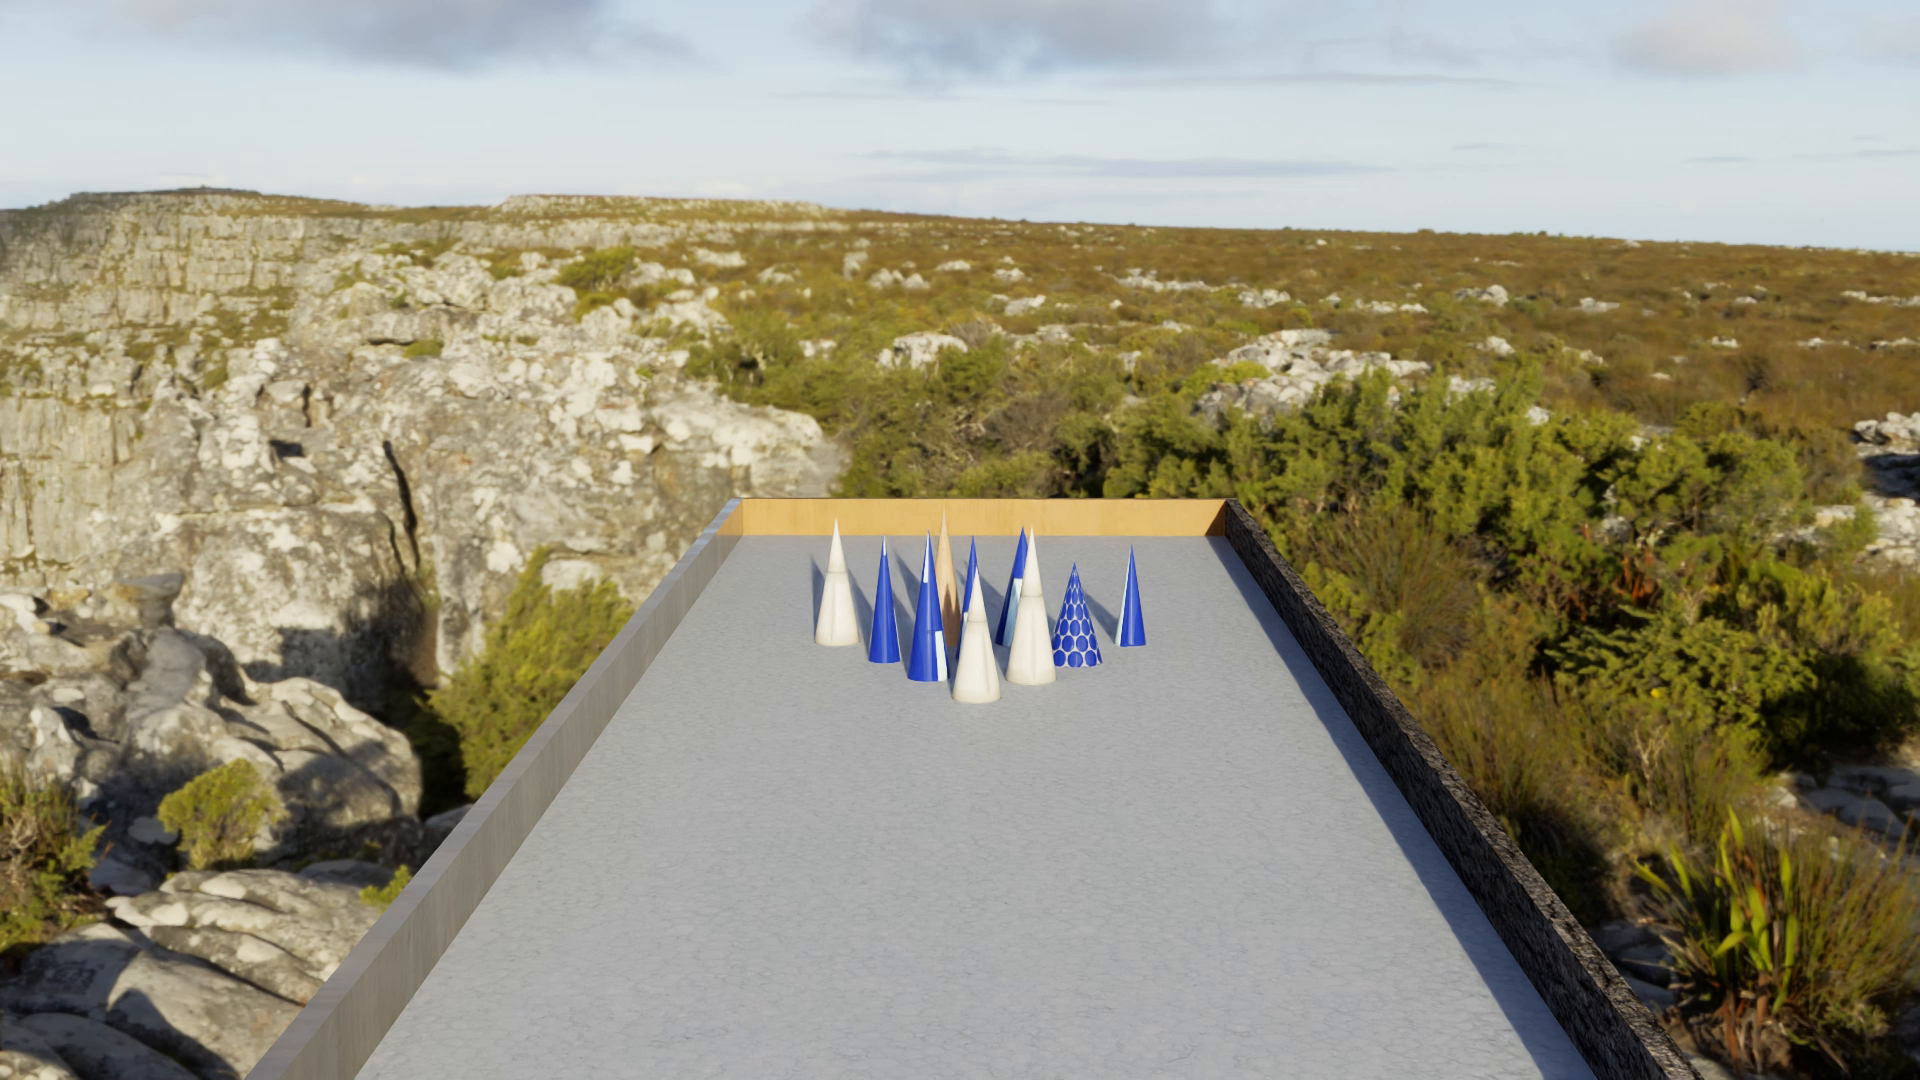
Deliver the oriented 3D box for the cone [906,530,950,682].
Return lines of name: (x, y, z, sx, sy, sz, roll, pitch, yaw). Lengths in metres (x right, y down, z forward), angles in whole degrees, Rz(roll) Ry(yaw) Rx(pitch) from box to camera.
cone: (-0.092, 0.184, 6.433, 0.129, 0.444, 0.129, 0, 9, 0)

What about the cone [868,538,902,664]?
cone: (-0.230, 0.170, 6.673, 0.102, 0.396, 0.102, 0, 9, 0)

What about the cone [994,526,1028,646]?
cone: (0.198, 0.138, 6.944, 0.179, 0.373, 0.179, 0, 9, 0)

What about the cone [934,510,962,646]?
cone: (-0.050, 0.106, 6.934, 0.132, 0.441, 0.132, 0, 9, 0)

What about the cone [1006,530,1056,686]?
cone: (0.208, 0.183, 6.400, 0.151, 0.455, 0.151, 0, 9, 0)

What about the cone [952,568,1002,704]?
cone: (0.047, 0.259, 6.174, 0.141, 0.376, 0.141, 0, 9, 0)

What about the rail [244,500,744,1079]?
rail: (-1.004, 0.839, 3.234, 0.050, 0.150, 12.000, 0, 9, 1)

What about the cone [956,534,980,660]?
cone: (0.040, 0.171, 6.693, 0.109, 0.388, 0.109, 0, 9, 0)

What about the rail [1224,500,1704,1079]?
rail: (1.046, 0.843, 3.208, 0.050, 0.150, 12.000, 0, 9, 1)

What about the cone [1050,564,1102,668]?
cone: (0.346, 0.217, 6.660, 0.177, 0.307, 0.177, 0, 9, 0)

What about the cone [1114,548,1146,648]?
cone: (0.538, 0.169, 6.912, 0.101, 0.323, 0.101, 0, 9, 0)

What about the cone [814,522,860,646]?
cone: (-0.389, 0.126, 6.947, 0.146, 0.397, 0.146, 0, 9, 0)

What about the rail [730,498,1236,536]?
rail: (0.099, -0.098, 9.147, 2.100, 0.150, 0.050, 0, 9, 1)
